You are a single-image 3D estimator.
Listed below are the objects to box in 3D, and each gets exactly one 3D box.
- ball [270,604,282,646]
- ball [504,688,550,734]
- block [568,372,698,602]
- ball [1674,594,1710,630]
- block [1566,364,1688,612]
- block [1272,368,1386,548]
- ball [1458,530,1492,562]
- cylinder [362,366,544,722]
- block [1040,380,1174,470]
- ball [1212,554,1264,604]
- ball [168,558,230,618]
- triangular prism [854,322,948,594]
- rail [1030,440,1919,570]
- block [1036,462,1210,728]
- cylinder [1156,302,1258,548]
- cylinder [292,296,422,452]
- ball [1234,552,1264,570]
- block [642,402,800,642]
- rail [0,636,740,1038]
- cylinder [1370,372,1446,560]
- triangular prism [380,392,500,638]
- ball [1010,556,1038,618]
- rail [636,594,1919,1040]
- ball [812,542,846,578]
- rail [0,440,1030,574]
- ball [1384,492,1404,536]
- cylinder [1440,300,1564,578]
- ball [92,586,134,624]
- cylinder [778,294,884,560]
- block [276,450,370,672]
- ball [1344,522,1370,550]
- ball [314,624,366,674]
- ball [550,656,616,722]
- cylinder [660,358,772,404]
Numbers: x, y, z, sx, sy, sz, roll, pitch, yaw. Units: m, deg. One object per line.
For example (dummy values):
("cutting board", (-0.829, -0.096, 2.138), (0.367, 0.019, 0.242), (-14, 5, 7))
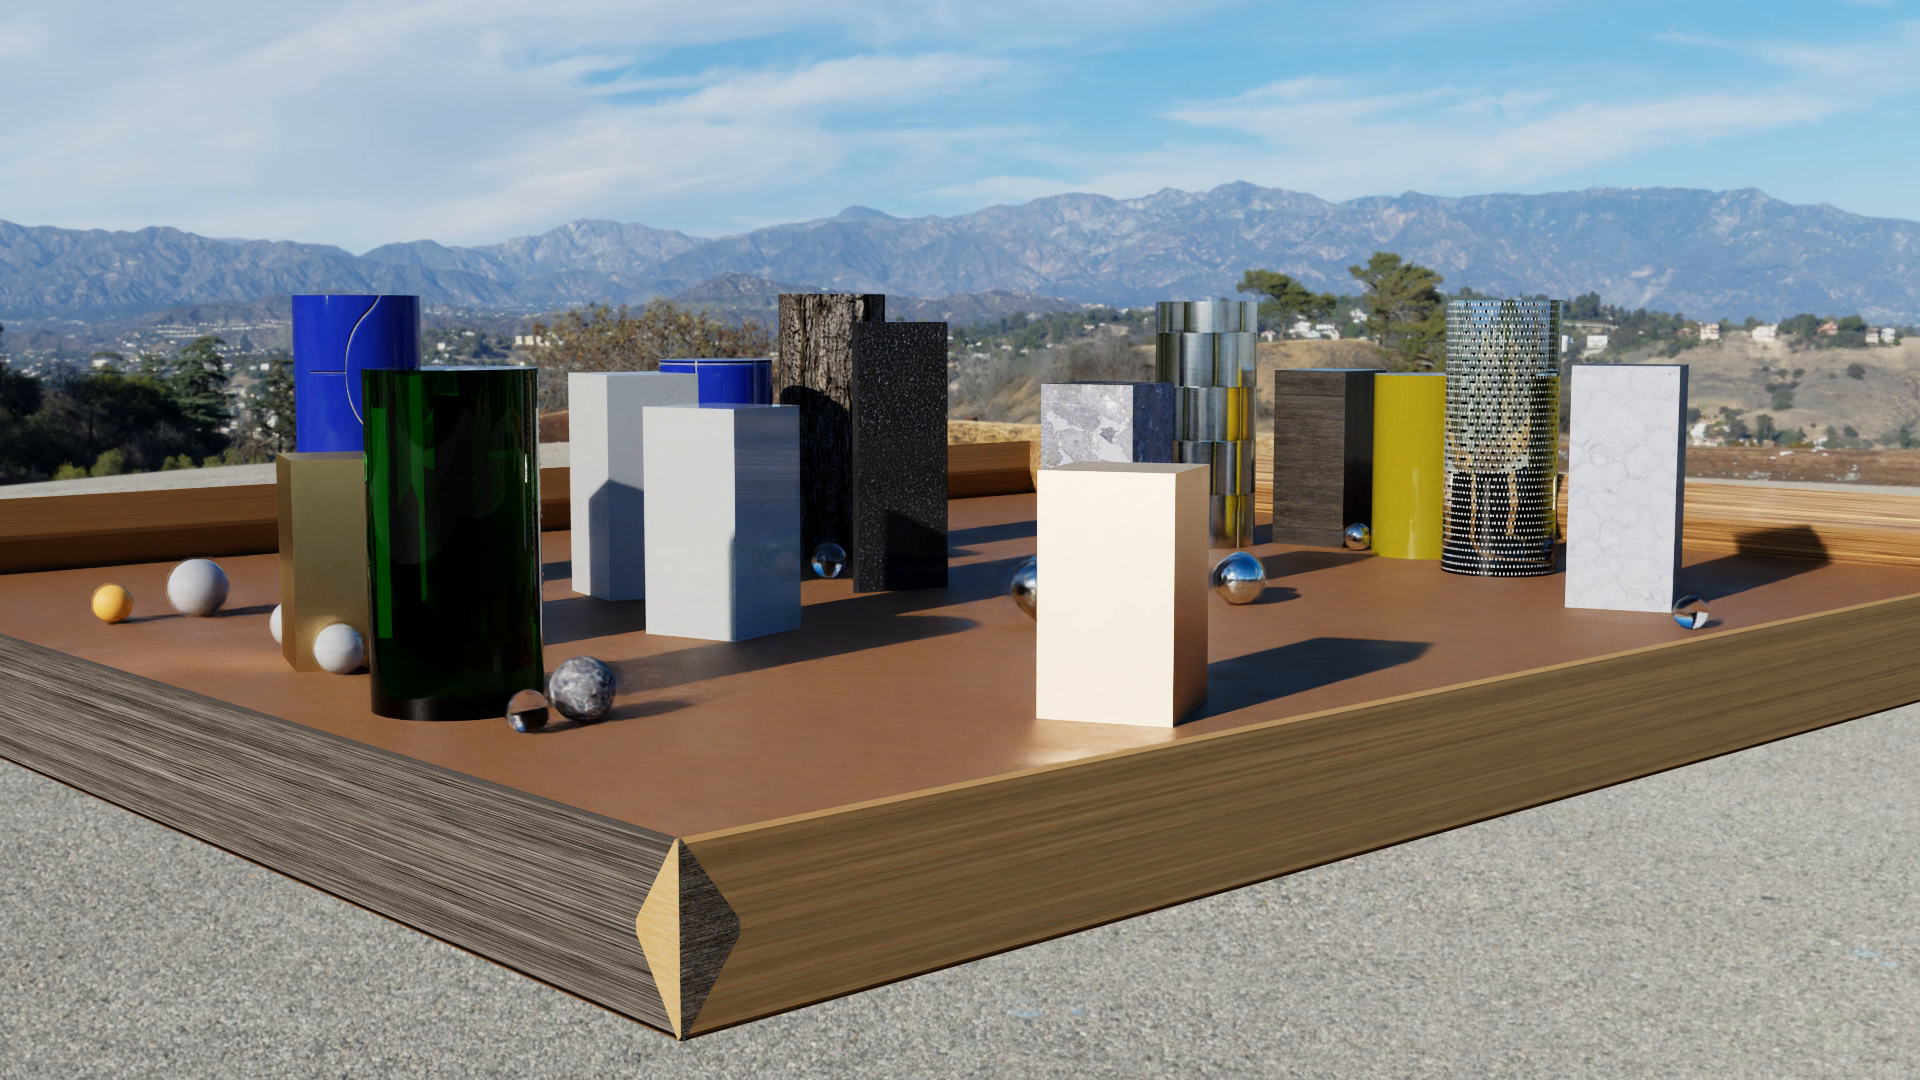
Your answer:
("ball", (-0.867, 0.110, 2.875), (0.067, 0.067, 0.067), (0, 6, 0))
("ball", (-0.454, 0.180, 2.310), (0.047, 0.047, 0.047), (0, 6, 0))
("block", (-0.509, -0.089, 3.438), (0.152, 0.344, 0.152), (-4, 7, -32))
("ball", (1.018, 0.100, 3.060), (0.047, 0.047, 0.047), (0, 6, 0))
("block", (1.004, -0.083, 3.307), (0.152, 0.360, 0.152), (3, 7, 23))
("block", (0.702, -0.159, 4.176), (0.152, 0.328, 0.152), (5, 8, 40))
("ball", (0.909, 0.009, 3.882), (0.057, 0.057, 0.057), (0, 6, 0))
("cylinder", (-0.564, -0.002, 2.451), (0.190, 0.379, 0.190), (0, 6, 0))
("block", (0.227, -0.076, 3.386), (0.152, 0.330, 0.152), (3, 7, 29))
("ball", (0.420, 0.059, 3.312), (0.078, 0.078, 0.078), (0, 6, 0))
("ball", (-1.100, 0.069, 3.178), (0.085, 0.085, 0.085), (0, 6, 0))
("triangular prism", (-0.125, -0.138, 3.525), (0.165, 0.423, 0.143), (-3, 7, -29))
("rail", (1.077, -0.072, 4.320), (0.045, 0.124, 2.725), (-6, 8, -42))
("block", (0.181, 0.055, 2.425), (0.152, 0.271, 0.152), (2, 6, 20))
("cylinder", (0.463, -0.220, 4.149), (0.190, 0.457, 0.190), (0, 6, 0))
("cylinder", (-0.929, -0.146, 3.408), (0.190, 0.464, 0.190), (0, 6, 0))
("ball", (0.434, 0.053, 3.389), (0.071, 0.071, 0.071), (0, 6, 0))
("block", (-0.327, -0.029, 3.030), (0.152, 0.311, 0.152), (4, 7, 30))
("rail", (-1.077, 0.136, 2.344), (0.045, 0.124, 2.725), (-6, 8, -42))
("cylinder", (0.844, -0.137, 3.985), (0.190, 0.326, 0.190), (0, 6, 0))
("triangular prism", (-0.754, -0.041, 3.061), (0.143, 0.328, 0.165), (4, 7, 33))
("ball", (0.117, 0.068, 3.169), (0.089, 0.089, 0.089), (0, 6, 0))
("rail", (0.908, 0.135, 2.353), (2.977, 0.124, 0.045), (-6, 8, -42))
("ball", (-0.217, 0.034, 3.635), (0.058, 0.058, 0.058), (0, 6, 0))
("rail", (-0.908, -0.071, 4.311), (2.977, 0.124, 0.045), (-6, 8, -42))
("ball", (0.826, -0.052, 4.318), (0.087, 0.087, 0.087), (0, 6, 0))
("cylinder", (0.915, -0.175, 3.718), (0.190, 0.458, 0.190), (0, 6, 0))
("ball", (-1.201, 0.091, 3.119), (0.054, 0.054, 0.054), (0, 6, 0))
("cylinder", (-0.229, -0.207, 3.961), (0.190, 0.469, 0.190), (0, 6, 0))
("block", (-0.773, 0.023, 2.780), (0.152, 0.260, 0.152), (-3, 7, -23))
("ball", (0.732, -0.006, 4.050), (0.051, 0.051, 0.051), (0, 6, 0))
("ball", (-0.756, 0.133, 2.681), (0.062, 0.062, 0.062), (0, 6, 0))
("ball", (-0.407, 0.161, 2.374), (0.071, 0.071, 0.071), (0, 6, 0))
("cylinder", (-0.413, -0.127, 3.737), (0.190, 0.358, 0.190), (0, 6, 0))
